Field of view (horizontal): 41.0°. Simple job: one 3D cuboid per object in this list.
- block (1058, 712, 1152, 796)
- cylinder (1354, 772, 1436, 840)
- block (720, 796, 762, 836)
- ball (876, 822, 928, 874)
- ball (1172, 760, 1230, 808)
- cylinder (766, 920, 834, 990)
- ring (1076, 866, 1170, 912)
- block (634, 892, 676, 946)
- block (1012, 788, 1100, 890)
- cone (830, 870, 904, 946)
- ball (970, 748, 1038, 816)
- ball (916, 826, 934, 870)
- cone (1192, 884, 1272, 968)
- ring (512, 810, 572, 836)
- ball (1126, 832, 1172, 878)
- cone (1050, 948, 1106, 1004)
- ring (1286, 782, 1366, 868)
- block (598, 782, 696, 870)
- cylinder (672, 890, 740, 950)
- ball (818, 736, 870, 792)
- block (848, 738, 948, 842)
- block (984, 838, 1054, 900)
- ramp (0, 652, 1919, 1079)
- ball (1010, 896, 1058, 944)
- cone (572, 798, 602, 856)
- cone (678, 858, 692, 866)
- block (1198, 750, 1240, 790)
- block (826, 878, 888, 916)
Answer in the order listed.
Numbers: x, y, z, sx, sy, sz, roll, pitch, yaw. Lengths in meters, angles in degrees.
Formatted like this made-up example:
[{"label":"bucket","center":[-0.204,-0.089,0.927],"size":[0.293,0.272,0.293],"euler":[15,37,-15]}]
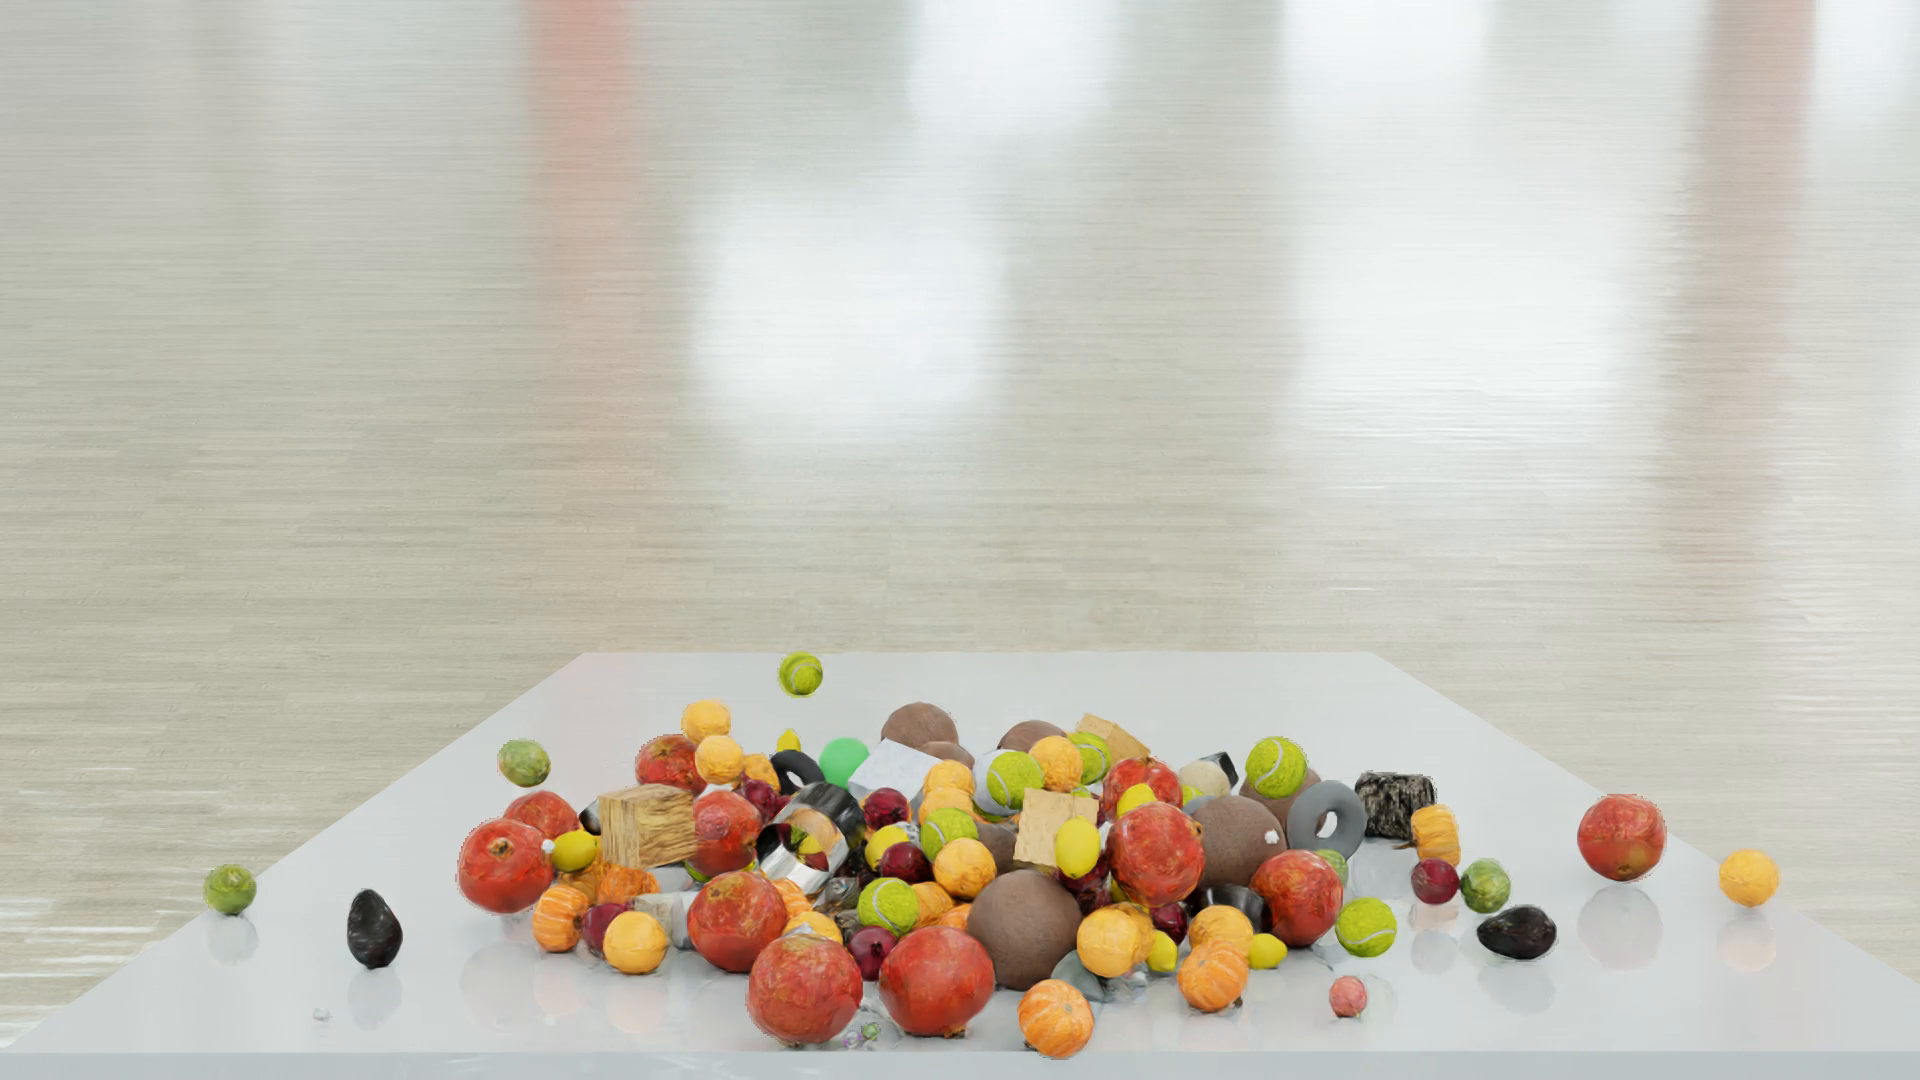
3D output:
[{"label":"block","center":[0.216,0.320,3.834],"size":[0.080,0.080,0.080],"euler":[38,-10,-29]},{"label":"cylinder","center":[0.636,0.390,3.765],"size":[0.092,0.092,0.092],"euler":[2,19,32]},{"label":"block","center":[-0.324,0.409,3.813],"size":[0.051,0.051,0.051],"euler":[0,3,7]},{"label":"ball","center":[-0.073,0.387,3.231],"size":[0.065,0.065,0.065],"euler":[0,21,0]},{"label":"ball","center":[0.371,0.383,3.945],"size":[0.088,0.088,0.088],"euler":[0,21,0]},{"label":"cylinder","center":[-0.174,0.452,2.797],"size":[0.054,0.054,0.054],"euler":[-33,-2,-1]},{"label":"ring","center":[0.207,0.443,3.263],"size":[0.121,0.040,0.121],"euler":[2,6,0]},{"label":"block","center":[-0.353,0.450,3.050],"size":[0.052,0.052,0.052],"euler":[-2,4,-28]},{"label":"block","center":[0.113,0.351,3.019],"size":[0.087,0.087,0.087],"euler":[9,-20,4]},{"label":"cone","center":[-0.135,0.453,3.009],"size":[0.100,0.100,0.100],"euler":[-29,18,11]},{"label":"ball","center":[0.061,0.344,3.640],"size":[0.096,0.096,0.096],"euler":[0,21,0]},{"label":"ball","center":[-0.066,0.420,3.507],"size":[0.062,0.062,0.062],"euler":[0,21,0]},{"label":"cone","center":[0.307,0.460,2.942],"size":[0.094,0.094,0.094],"euler":[4,30,10]},{"label":"ring","center":[-0.620,0.420,3.816],"size":[0.089,0.030,0.089],"euler":[0,2,0]},{"label":"ball","center":[0.237,0.395,3.223],"size":[0.056,0.056,0.056],"euler":[0,21,0]},{"label":"cone","center":[0.137,0.479,2.753],"size":[0.059,0.059,0.059],"euler":[-16,39,-35]},{"label":"ring","center":[0.496,0.385,3.475],"size":[0.120,0.120,0.040],"euler":[-9,12,-22]},{"label":"block","center":[-0.371,0.339,3.047],"size":[0.080,0.080,0.080],"euler":[-9,9,-41]},{"label":"cylinder","center":[-0.297,0.444,3.004],"size":[0.067,0.067,0.067],"euler":[2,19,-20]},{"label":"ball","center":[-0.188,0.368,4.218],"size":[0.089,0.089,0.089],"euler":[0,21,0]},{"label":"block","center":[-0.088,0.363,3.644],"size":[0.099,0.099,0.099],"euler":[19,43,25]},{"label":"block","center":[0.076,0.427,3.342],"size":[0.066,0.066,0.066],"euler":[2,4,36]},{"label":"ramp","center":[0.049,0.445,4.532],"size":[2.000,0.100,4.000],"euler":[0,3,0]},{"label":"ball","center":[0.084,0.433,2.929],"size":[0.055,0.055,0.055],"euler":[0,21,0]},{"label":"cone","center":[-0.479,0.424,3.614],"size":[0.096,0.096,0.096],"euler":[-20,34,-41]},{"label":"cone","center":[-0.403,0.422,3.555],"size":[0.093,0.093,0.093],"euler":[37,35,17]},{"label":"block","center":[0.404,0.377,4.108],"size":[0.053,0.053,0.053],"euler":[-21,7,35]},{"label":"block","center":[-0.125,0.442,3.109],"size":[0.059,0.059,0.059],"euler":[-1,3,-22]}]
